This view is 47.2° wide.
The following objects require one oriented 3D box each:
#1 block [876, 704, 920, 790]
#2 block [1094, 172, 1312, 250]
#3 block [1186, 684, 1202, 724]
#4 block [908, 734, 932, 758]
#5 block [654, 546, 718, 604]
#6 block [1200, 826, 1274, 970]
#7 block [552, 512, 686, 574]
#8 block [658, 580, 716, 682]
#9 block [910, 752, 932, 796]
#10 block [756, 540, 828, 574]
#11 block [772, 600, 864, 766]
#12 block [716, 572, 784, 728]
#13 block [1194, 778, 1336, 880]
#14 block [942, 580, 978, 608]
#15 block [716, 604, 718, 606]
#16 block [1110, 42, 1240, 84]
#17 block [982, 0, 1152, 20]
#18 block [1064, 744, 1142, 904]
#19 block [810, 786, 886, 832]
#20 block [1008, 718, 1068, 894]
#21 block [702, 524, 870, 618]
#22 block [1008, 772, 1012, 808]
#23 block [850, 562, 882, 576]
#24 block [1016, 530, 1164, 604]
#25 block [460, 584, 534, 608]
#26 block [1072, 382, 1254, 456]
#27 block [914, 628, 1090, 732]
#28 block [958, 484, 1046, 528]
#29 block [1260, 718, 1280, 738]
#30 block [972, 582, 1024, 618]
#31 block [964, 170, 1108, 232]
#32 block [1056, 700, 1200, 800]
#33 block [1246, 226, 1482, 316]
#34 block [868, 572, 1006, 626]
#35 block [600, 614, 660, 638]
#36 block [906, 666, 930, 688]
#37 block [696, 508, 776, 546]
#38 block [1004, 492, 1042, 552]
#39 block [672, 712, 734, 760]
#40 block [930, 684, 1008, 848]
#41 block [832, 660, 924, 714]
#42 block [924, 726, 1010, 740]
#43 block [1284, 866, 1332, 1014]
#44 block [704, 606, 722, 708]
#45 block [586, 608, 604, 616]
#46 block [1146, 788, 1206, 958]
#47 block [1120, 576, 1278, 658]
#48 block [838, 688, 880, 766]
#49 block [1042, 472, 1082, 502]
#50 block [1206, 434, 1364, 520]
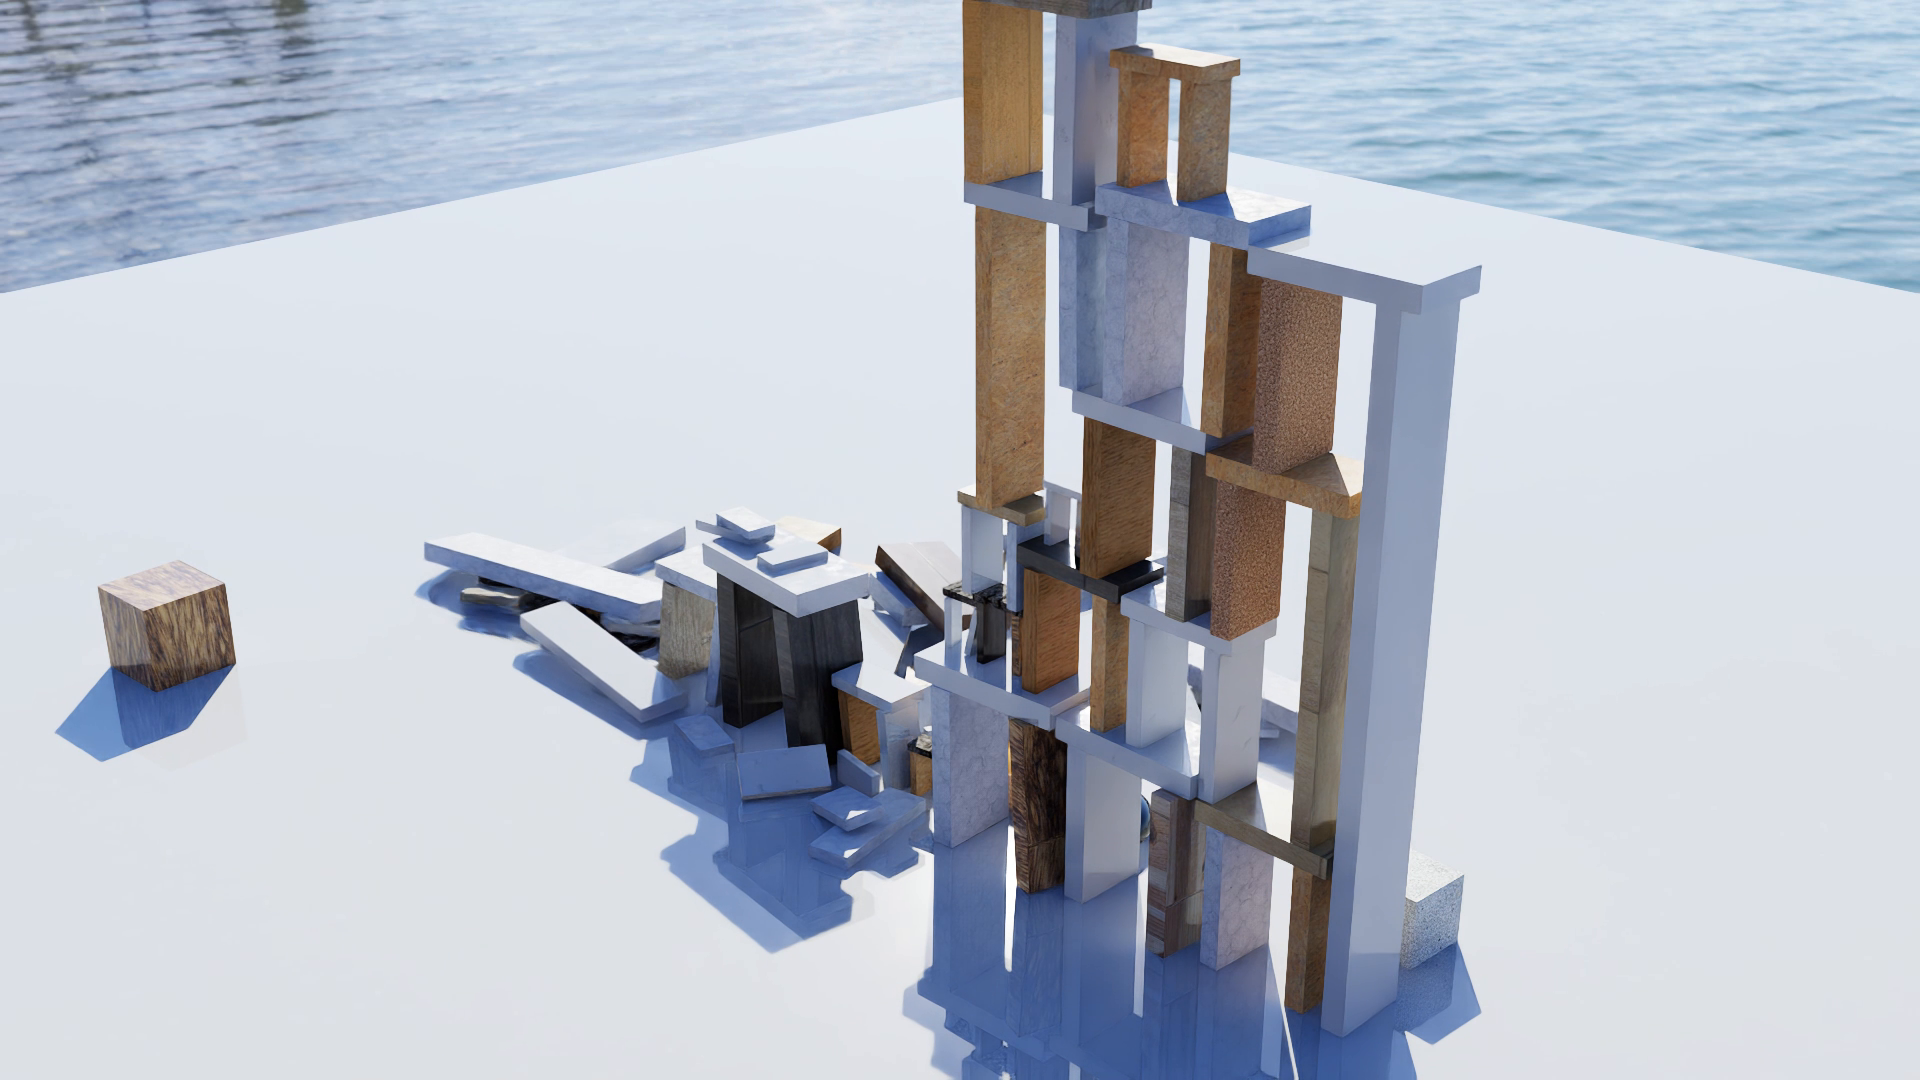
[{"bbox_3d":[-0.123,0.423,4.527,0.091,0.183,0.026,-21,24,-40],"label":"block"},{"bbox_3d":[0.392,-0.538,3.571,0.160,0.045,0.320,-21,31,-41],"label":"block"},{"bbox_3d":[0.463,0.380,4.776,0.110,0.031,0.220,-3,33,-10],"label":"block"},{"bbox_3d":[-0.050,0.426,4.472,0.104,0.015,0.052,17,28,34],"label":"block"},{"bbox_3d":[-0.545,0.081,4.868,0.254,0.036,0.127,20,30,39],"label":"block"},{"bbox_3d":[0.499,0.618,3.942,0.142,0.283,0.040,-19,30,-38],"label":"block"},{"bbox_3d":[-0.878,0.023,5.646,0.169,0.048,0.338,14,27,30],"label":"block"},{"bbox_3d":[-0.618,0.191,4.983,0.127,0.254,0.036,-21,40,-41],"label":"block"},{"bbox_3d":[-0.079,0.472,4.514,0.015,0.104,0.052,16,28,33],"label":"block"},{"bbox_3d":[-0.350,0.035,4.599,0.133,0.019,0.067,-15,26,-31],"label":"block"},{"bbox_3d":[-0.286,0.293,4.606,0.180,0.359,0.051,-18,21,-36],"label":"block"},{"bbox_3d":[-0.441,0.213,4.798,0.051,0.359,0.180,19,29,37],"label":"block"},{"bbox_3d":[0.564,0.494,3.820,0.142,0.040,0.283,-21,31,-40],"label":"block"},{"bbox_3d":[0.022,0.105,4.228,0.104,0.015,0.052,20,30,40],"label":"block"},{"bbox_3d":[-0.620,0.133,5.404,0.120,0.034,0.240,12,26,25],"label":"block"},{"bbox_3d":[0.343,-0.764,3.519,0.096,0.027,0.192,-21,31,-41],"label":"block"},{"bbox_3d":[0.151,-0.915,3.652,0.155,0.044,0.310,-21,31,-40],"label":"block"},{"bbox_3d":[0.272,0.508,4.149,0.162,0.324,0.046,-21,31,-40],"label":"block"},{"bbox_3d":[-0.225,0.536,4.403,0.086,0.024,0.172,-19,16,-24],"label":"block"},{"bbox_3d":[0.185,0.486,4.175,0.171,0.341,0.048,-13,21,-28],"label":"block"},{"bbox_3d":[-0.370,0.060,4.631,0.180,0.051,0.359,-17,28,-35],"label":"block"},{"bbox_3d":[0.093,0.507,4.488,0.120,0.060,0.017,24,5,43],"label":"block"},{"bbox_3d":[-0.219,0.090,5.521,0.149,0.021,0.075,9,24,19],"label":"block"},{"bbox_3d":[0.234,0.044,3.980,0.123,0.035,0.247,-21,32,-40],"label":"block"},{"bbox_3d":[-1.123,0.136,5.336,0.159,0.023,0.080,5,15,18],"label":"block"},{"bbox_3d":[0.350,-0.220,3.750,0.295,0.042,0.148,22,31,40],"label":"block"},{"bbox_3d":[0.095,0.262,4.204,0.341,0.048,0.171,19,29,38],"label":"block"},{"bbox_3d":[0.087,-0.070,4.075,0.087,0.025,0.175,-21,30,-41],"label":"block"},{"bbox_3d":[0.633,0.389,4.778,0.067,0.019,0.133,3,23,-24],"label":"block"},{"bbox_3d":[0.091,0.111,4.149,0.127,0.018,0.063,20,30,40],"label":"block"},{"bbox_3d":[0.158,-0.589,3.783,0.284,0.040,0.142,21,30,40],"label":"block"},{"bbox_3d":[0.347,0.368,4.004,0.162,0.046,0.324,-21,31,-40],"label":"block"},{"bbox_3d":[0.618,-0.416,3.375,0.319,0.045,0.159,21,31,40],"label":"block"},{"bbox_3d":[-0.025,0.130,5.291,0.356,0.050,0.178,-4,29,-32],"label":"block"},{"bbox_3d":[-0.761,0.203,5.183,0.158,0.022,0.079,8,10,-27],"label":"block"},{"bbox_3d":[-0.079,0.337,4.934,0.092,0.026,0.185,1,23,3],"label":"block"},{"bbox_3d":[-0.486,-0.029,4.752,0.158,0.022,0.079,15,27,34],"label":"block"},{"bbox_3d":[0.155,-0.060,5.843,0.163,0.046,0.327,-4,23,-9],"label":"block"},{"bbox_3d":[-0.552,0.422,4.738,0.079,0.022,0.158,-12,26,-25],"label":"block"},{"bbox_3d":[0.021,0.418,4.337,0.048,0.341,0.171,18,29,39],"label":"block"},{"bbox_3d":[-0.170,0.303,4.540,0.091,0.026,0.183,-21,31,-40],"label":"block"},{"bbox_3d":[0.018,0.429,4.628,0.185,0.092,0.026,-7,15,-16],"label":"block"},{"bbox_3d":[0.630,0.668,3.823,0.142,0.284,0.040,-21,31,-41],"label":"block"},{"bbox_3d":[-0.492,0.240,4.868,0.127,0.254,0.036,-21,43,-41],"label":"block"},{"bbox_3d":[-0.830,0.159,5.302,0.072,0.020,0.144,8,12,23],"label":"block"},{"bbox_3d":[0.413,0.580,3.978,0.162,0.324,0.046,-19,30,-38],"label":"block"},{"bbox_3d":[0.414,0.131,3.826,0.247,0.035,0.124,21,31,40],"label":"block"},{"bbox_3d":[-0.206,0.386,4.616,0.026,0.183,0.091,13,26,42],"label":"block"},{"bbox_3d":[0.208,-0.094,3.961,0.108,0.015,0.054,22,31,40],"label":"block"},{"bbox_3d":[0.554,-0.107,3.570,0.282,0.040,0.141,21,31,40],"label":"block"}]
